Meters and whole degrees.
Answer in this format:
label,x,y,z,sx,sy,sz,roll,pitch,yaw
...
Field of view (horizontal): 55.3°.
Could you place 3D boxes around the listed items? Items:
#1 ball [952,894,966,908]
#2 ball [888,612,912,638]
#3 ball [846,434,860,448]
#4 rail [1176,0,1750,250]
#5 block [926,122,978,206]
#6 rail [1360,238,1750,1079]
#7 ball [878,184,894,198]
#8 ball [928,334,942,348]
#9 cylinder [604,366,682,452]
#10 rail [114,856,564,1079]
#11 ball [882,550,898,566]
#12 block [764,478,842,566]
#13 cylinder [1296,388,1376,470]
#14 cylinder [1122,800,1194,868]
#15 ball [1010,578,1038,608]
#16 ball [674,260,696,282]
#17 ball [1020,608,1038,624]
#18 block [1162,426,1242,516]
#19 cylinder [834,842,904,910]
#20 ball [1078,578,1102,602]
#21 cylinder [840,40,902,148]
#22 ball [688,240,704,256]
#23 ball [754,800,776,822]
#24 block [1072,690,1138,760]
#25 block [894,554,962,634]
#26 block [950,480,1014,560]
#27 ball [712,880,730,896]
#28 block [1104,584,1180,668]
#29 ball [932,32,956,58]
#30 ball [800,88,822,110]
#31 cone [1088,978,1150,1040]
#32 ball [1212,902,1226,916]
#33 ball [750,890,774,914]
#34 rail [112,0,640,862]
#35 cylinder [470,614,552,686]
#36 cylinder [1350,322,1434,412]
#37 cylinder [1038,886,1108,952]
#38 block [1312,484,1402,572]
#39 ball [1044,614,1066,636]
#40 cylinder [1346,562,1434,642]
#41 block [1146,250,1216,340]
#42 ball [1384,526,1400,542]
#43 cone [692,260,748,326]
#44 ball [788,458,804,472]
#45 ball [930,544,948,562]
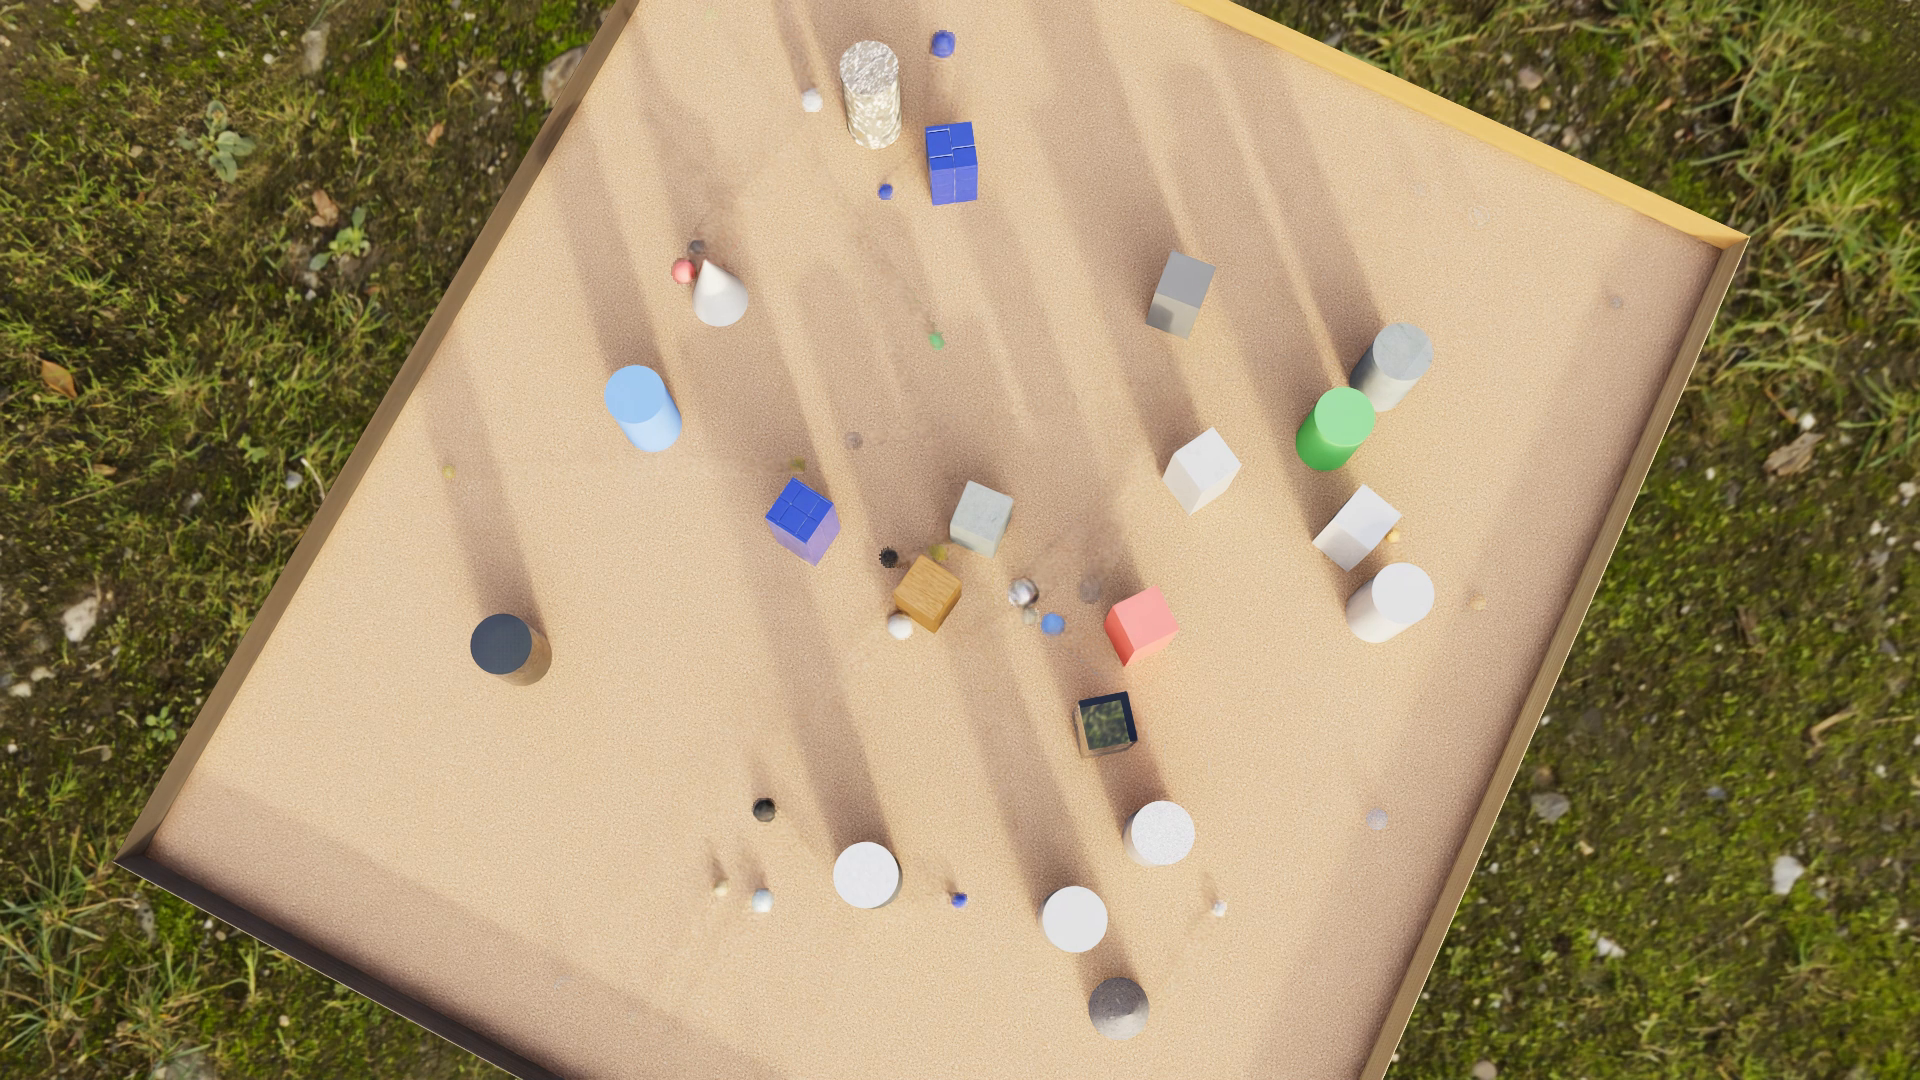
label,x,y,z,sx,sy,sz,roll,pitch,yaw
ball,-0.003,1.060,5.375,0.043,0.043,0.043,0,78,0
ball,-0.182,0.257,5.525,0.074,0.074,0.074,0,78,0
ball,-0.329,-0.306,5.656,0.045,0.045,0.045,0,78,0
rail,0.863,-1.685,5.904,3.538,0.116,0.045,26,80,5
block,-0.026,-1.171,5.715,0.142,0.280,0.142,-8,78,-2
rail,1.561,0.770,5.397,0.045,0.116,3.908,26,80,5
ball,-0.235,-1.111,5.823,0.045,0.045,0.045,0,78,0
ball,-0.077,-0.623,5.722,0.045,0.045,0.045,0,78,0
cylinder,-0.952,-0.393,5.528,0.178,0.332,0.178,0,78,0
rail,-0.863,1.697,5.206,3.538,0.116,0.045,26,80,5
ball,-0.213,0.053,5.580,0.050,0.050,0.050,0,78,0
block,-0.462,-0.050,5.446,0.142,0.354,0.142,33,80,6
cylinder,1.129,-0.331,5.525,0.178,0.312,0.178,0,78,0
cylinder,0.570,0.851,5.288,0.178,0.298,0.178,0,78,0
ball,0.194,0.161,5.537,0.088,0.088,0.088,0,78,0
ball,-0.865,-0.844,5.755,0.070,0.070,0.070,0,78,0
ball,0.208,0.229,5.543,0.050,0.050,0.050,0,78,0
block,0.722,-0.203,5.494,0.142,0.321,0.142,-34,80,-7
cylinder,-0.257,0.956,5.202,0.178,0.425,0.178,0,78,0
ball,0.394,0.151,5.550,0.069,0.069,0.069,0,78,0
cylinder,-0.274,-1.380,5.702,0.178,0.390,0.178,0,78,0
ball,-0.830,-0.922,5.781,0.050,0.050,0.050,0,78,0
ball,-0.577,0.802,5.416,0.068,0.068,0.068,0,78,0
block,0.418,0.543,5.338,0.142,0.325,0.142,-11,79,-2
block,-0.095,0.162,5.447,0.142,0.266,0.142,34,80,7
block,0.064,-0.058,5.495,0.142,0.261,0.142,23,79,5
ball,-0.702,1.021,5.381,0.048,0.048,0.048,0,78,0
block,0.529,0.256,5.382,0.142,0.356,0.142,-25,79,-5
ball,-0.054,-1.594,5.905,0.079,0.079,0.079,0,78,0
ball,-0.475,-1.411,5.873,0.068,0.068,0.068,0,78,0
cone,0.463,1.330,5.169,0.178,0.337,0.178,0,78,0
ball,0.758,1.082,5.372,0.041,0.041,0.041,0,78,0
ball,-0.580,1.059,5.363,0.067,0.067,0.067,0,78,0
rail,-1.561,-0.758,5.713,0.045,0.116,3.908,26,80,5
cylinder,-1.322,0.327,5.411,0.178,0.269,0.178,0,78,0
cylinder,1.303,-0.520,5.552,0.178,0.336,0.178,0,78,0
cylinder,0.315,1.077,5.203,0.178,0.374,0.178,0,78,0
block,1.177,-0.032,5.454,0.142,0.330,0.142,40,81,8
ball,0.285,0.256,5.530,0.064,0.064,0.064,0,78,0
cylinder,1.260,0.188,5.390,0.178,0.367,0.178,0,78,0
block,0.674,-0.748,5.617,0.142,0.300,0.142,22,79,4
ball,1.319,-0.016,5.595,0.048,0.048,0.048,0,78,0
cone,-0.756,-0.794,5.596,0.178,0.360,0.178,0,78,0
ball,-0.504,-0.231,5.640,0.047,0.047,0.047,0,78,0
ball,-0.064,0.040,5.582,0.051,0.051,0.051,0,78,0
